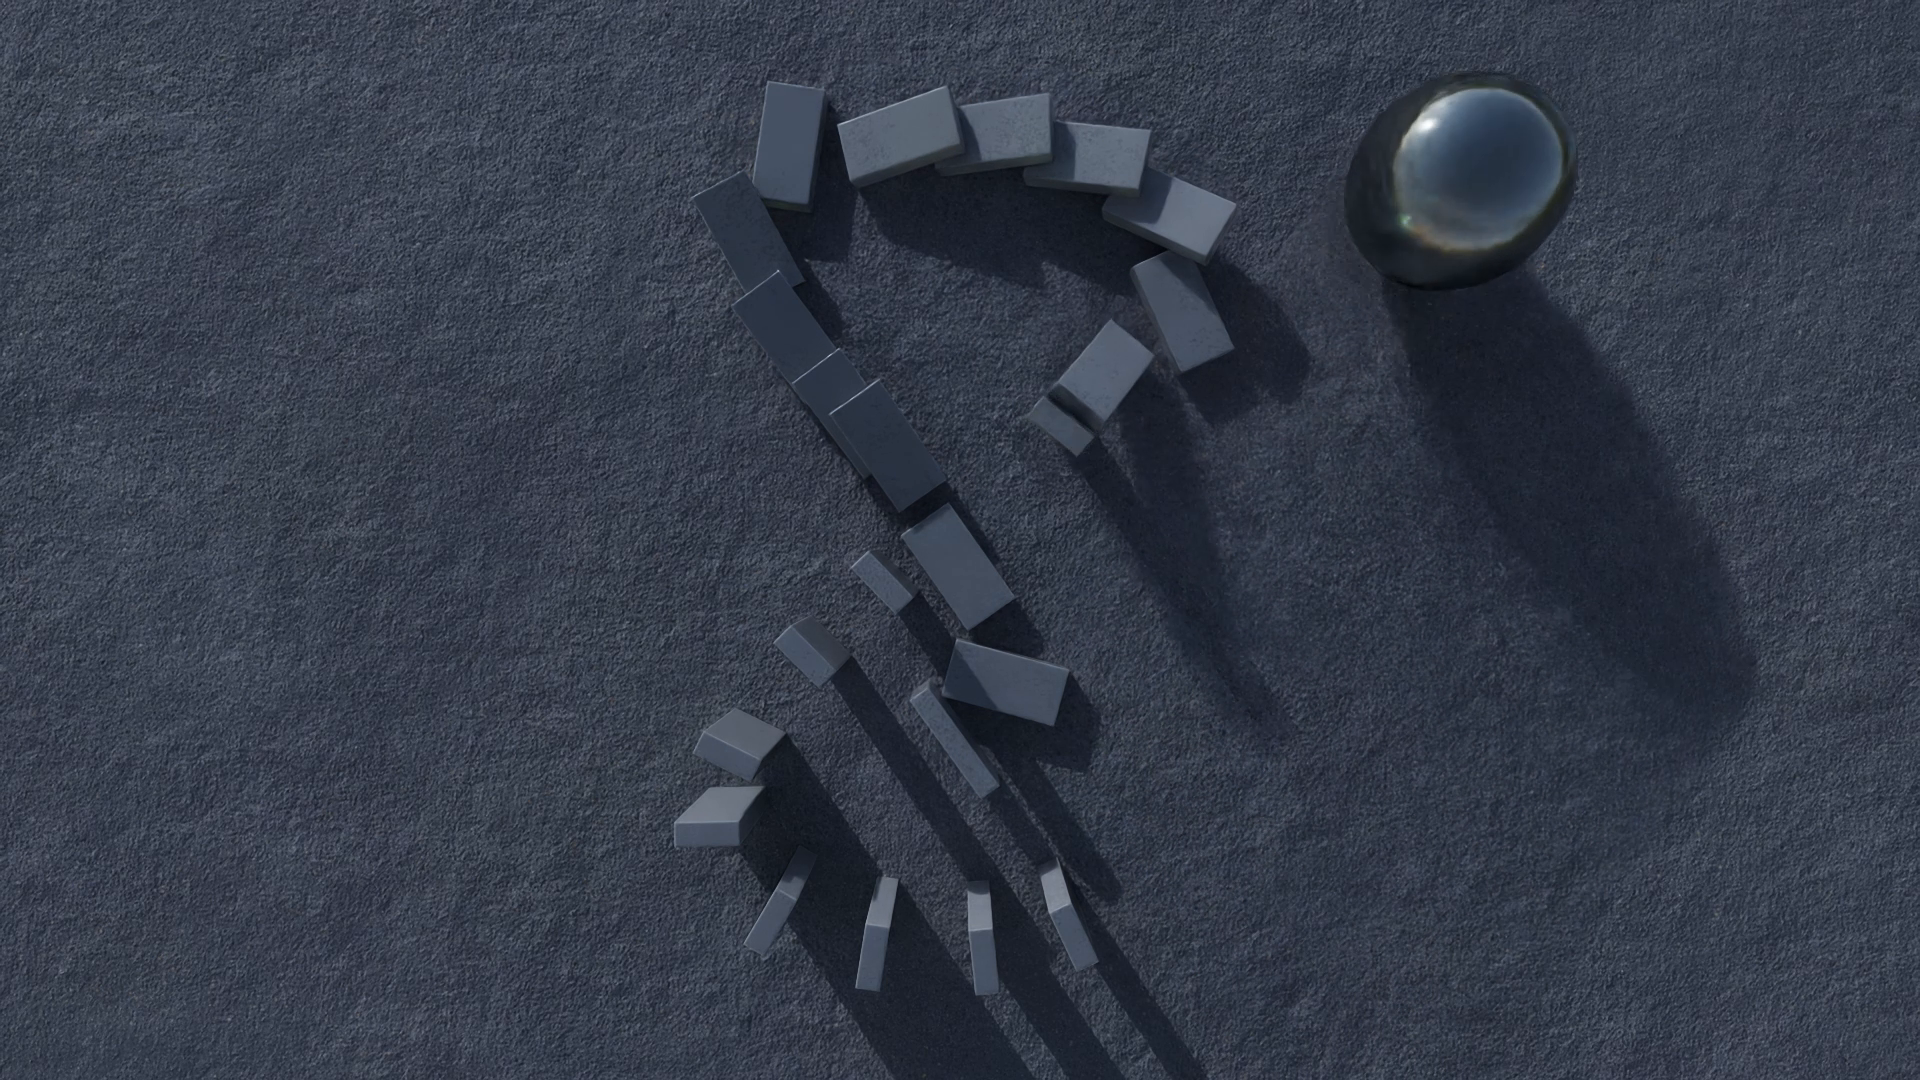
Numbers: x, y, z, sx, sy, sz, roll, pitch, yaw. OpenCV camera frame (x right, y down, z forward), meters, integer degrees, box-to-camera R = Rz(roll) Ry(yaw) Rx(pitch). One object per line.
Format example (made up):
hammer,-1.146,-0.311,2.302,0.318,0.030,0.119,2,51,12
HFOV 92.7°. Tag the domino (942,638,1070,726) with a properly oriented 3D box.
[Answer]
domino,0.019,0.061,0.395,0.050,0.010,0.025,15,90,0

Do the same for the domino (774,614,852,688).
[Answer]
domino,-0.059,0.045,0.375,0.025,0.050,0.009,45,90,0

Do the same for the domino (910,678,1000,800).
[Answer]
domino,-0.002,0.083,0.388,0.010,0.025,0.050,-36,90,0

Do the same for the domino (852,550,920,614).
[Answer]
domino,-0.030,0.016,0.375,0.009,0.050,0.025,-44,90,0

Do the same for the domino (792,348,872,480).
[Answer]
domino,-0.046,-0.054,0.390,0.025,0.009,0.050,-37,103,0

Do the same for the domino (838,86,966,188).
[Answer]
domino,-0.025,-0.171,0.389,0.050,0.009,0.025,-13,89,14

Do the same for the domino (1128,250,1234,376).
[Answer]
domino,0.095,-0.099,0.395,0.025,0.010,0.050,-25,90,0

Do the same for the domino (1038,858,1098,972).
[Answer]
domino,0.044,0.152,0.375,0.010,0.050,0.025,-25,90,0

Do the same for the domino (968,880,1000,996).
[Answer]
domino,0.009,0.161,0.375,0.009,0.050,0.025,-6,90,0

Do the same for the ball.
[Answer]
ball,0.194,-0.139,0.360,0.080,0.080,0.080,0,90,0

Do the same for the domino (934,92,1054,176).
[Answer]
domino,0.014,-0.172,0.389,0.050,0.009,0.025,-2,90,14

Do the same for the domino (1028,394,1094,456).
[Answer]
domino,0.042,-0.048,0.375,0.025,0.050,0.009,39,104,0

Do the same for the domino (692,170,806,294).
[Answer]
domino,-0.089,-0.127,0.389,0.025,0.009,0.050,-28,104,0

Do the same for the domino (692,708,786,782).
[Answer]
domino,-0.089,0.083,0.375,0.025,0.050,0.009,26,90,0

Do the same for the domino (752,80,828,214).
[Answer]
domino,-0.073,-0.169,0.395,0.025,0.010,0.050,8,90,0

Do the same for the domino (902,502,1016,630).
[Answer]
domino,-0.001,0.011,0.395,0.025,0.009,0.050,-35,90,0

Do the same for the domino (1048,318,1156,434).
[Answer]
domino,0.060,-0.069,0.382,0.025,0.009,0.050,39,55,0

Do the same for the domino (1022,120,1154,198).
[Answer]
domino,0.054,-0.162,0.389,0.050,0.009,0.025,13,90,15

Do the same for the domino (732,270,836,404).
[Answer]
domino,-0.071,-0.086,0.390,0.025,0.009,0.050,-37,103,0

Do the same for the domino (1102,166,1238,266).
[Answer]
domino,0.088,-0.139,0.388,0.050,0.009,0.025,31,89,16

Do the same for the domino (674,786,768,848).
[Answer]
domino,-0.097,0.112,0.375,0.025,0.050,0.009,-1,90,0

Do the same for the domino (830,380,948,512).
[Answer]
domino,-0.030,-0.039,0.385,0.025,0.009,0.050,-35,103,0

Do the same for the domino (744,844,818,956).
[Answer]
domino,-0.072,0.146,0.375,0.010,0.050,0.025,30,90,0

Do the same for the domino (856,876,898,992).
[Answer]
domino,-0.033,0.160,0.375,0.009,0.050,0.025,9,90,0
